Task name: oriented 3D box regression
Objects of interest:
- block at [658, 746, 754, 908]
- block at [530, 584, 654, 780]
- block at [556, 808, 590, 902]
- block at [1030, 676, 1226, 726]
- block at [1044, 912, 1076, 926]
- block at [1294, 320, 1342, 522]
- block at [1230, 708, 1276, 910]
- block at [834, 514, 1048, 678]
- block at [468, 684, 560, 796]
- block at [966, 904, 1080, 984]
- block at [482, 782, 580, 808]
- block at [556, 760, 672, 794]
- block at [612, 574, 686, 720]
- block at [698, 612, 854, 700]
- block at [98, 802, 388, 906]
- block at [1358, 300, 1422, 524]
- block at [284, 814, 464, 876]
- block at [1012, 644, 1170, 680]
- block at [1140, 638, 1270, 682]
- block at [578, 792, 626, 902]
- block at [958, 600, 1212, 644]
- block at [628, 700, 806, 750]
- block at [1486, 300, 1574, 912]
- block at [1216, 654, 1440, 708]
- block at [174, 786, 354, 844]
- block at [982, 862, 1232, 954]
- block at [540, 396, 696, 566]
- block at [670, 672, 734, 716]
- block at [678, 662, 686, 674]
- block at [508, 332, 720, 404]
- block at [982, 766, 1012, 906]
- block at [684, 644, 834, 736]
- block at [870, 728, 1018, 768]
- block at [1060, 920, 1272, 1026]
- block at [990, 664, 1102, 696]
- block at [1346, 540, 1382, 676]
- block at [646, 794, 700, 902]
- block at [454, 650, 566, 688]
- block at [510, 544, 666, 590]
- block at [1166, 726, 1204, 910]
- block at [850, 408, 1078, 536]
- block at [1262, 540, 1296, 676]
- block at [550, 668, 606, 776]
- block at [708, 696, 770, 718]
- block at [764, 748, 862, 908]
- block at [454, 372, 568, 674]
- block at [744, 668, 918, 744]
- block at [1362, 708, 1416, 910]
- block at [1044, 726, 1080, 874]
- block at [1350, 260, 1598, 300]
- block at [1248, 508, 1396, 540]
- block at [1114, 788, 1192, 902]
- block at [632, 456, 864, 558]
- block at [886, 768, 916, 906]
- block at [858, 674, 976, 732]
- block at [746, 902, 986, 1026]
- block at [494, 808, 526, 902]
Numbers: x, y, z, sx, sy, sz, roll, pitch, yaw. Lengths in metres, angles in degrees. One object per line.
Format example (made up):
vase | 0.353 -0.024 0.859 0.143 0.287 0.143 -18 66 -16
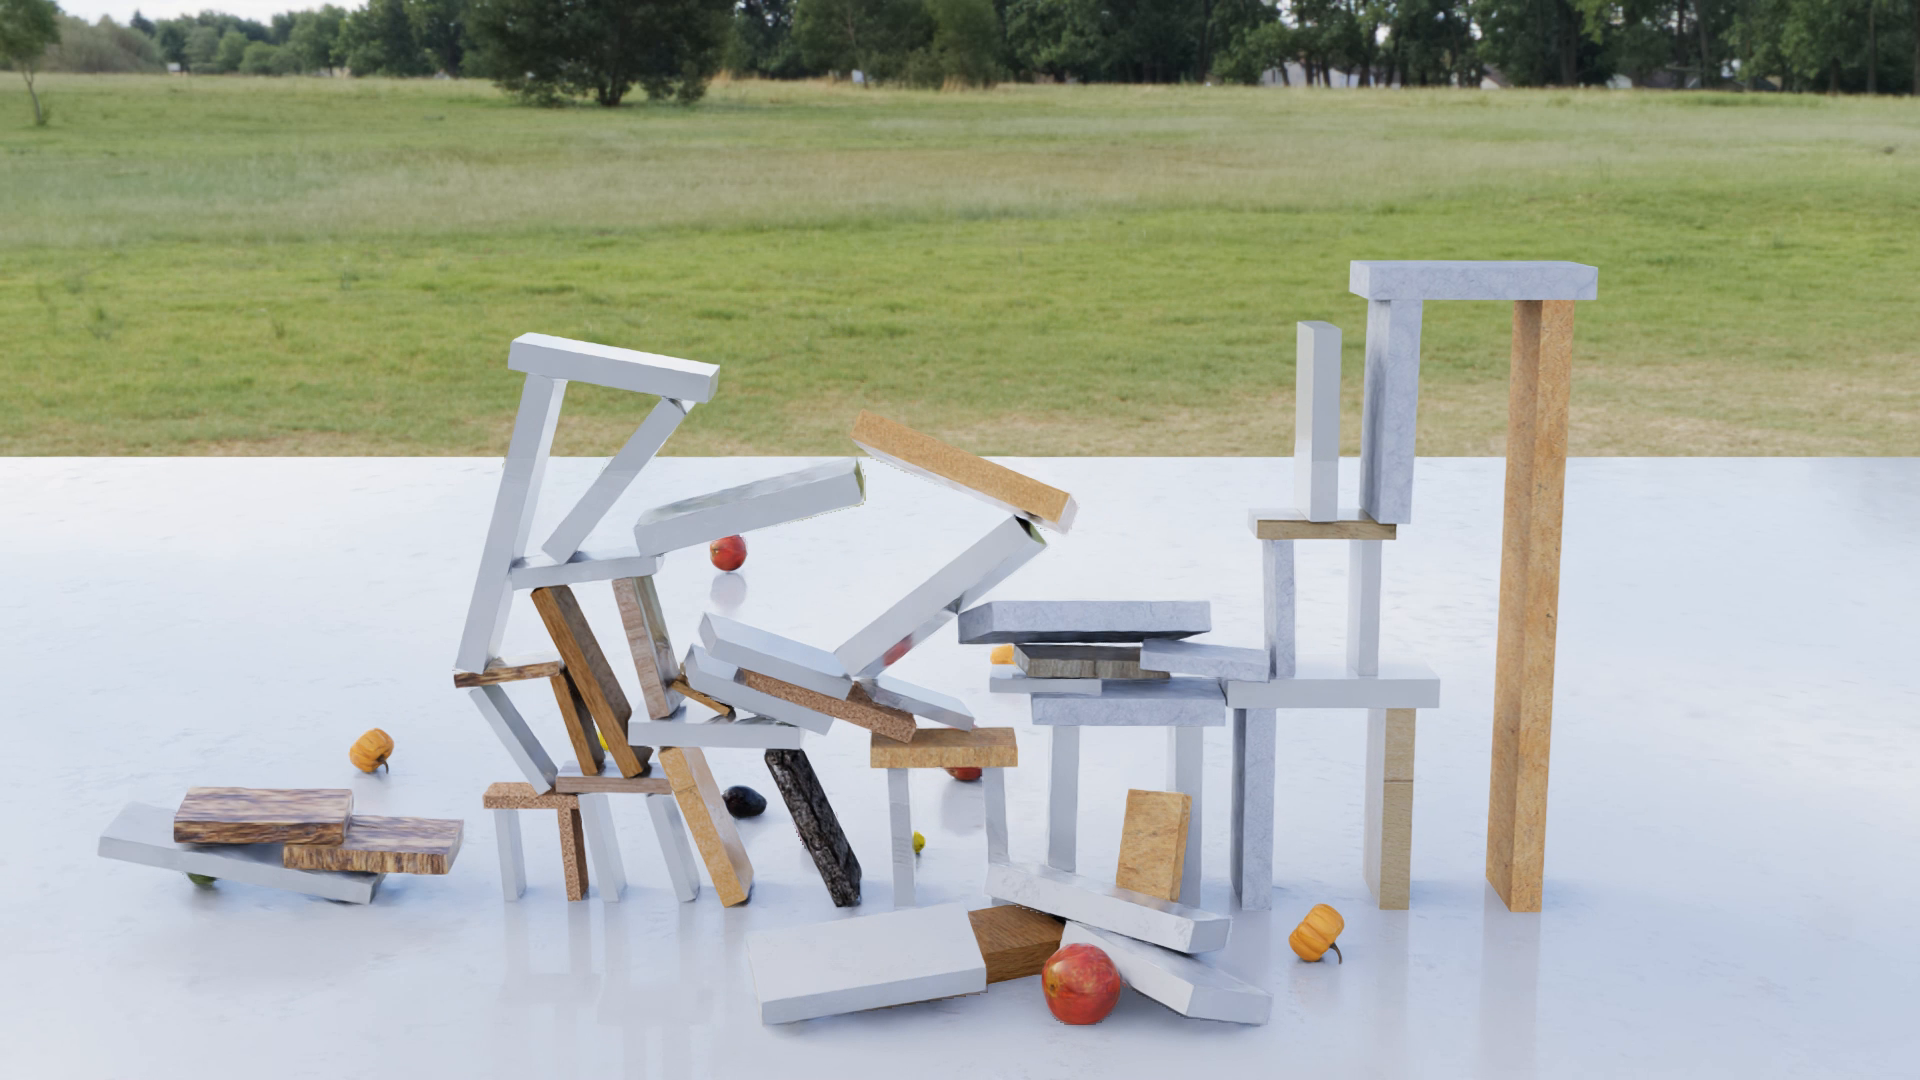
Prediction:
block | -0.420 0.455 3.646 0.040 0.279 0.140 -21 10 4
block | -0.601 0.221 3.603 0.033 0.339 0.117 -25 9 5
block | -0.643 0.511 3.657 0.022 0.158 0.079 -5 10 1
block | 0.273 0.263 3.609 0.310 0.044 0.155 0 11 1
block | 0.205 0.609 3.498 0.182 0.026 0.091 9 14 41
block | 0.572 -0.193 3.526 0.043 0.304 0.152 -1 11 -1
block | 0.484 0.422 3.643 0.048 0.340 0.170 0 11 0
block | -0.028 0.093 3.525 0.357 0.051 0.179 -37 -9 7
block | -0.733 0.320 3.623 0.024 0.205 0.086 -32 9 6
block | -0.008 0.626 3.345 0.342 0.048 0.171 -5 12 -27
block | -0.703 0.422 3.641 0.157 0.022 0.079 0 11 0
block | -0.565 0.392 3.633 0.187 0.027 0.094 1 11 0
block | -0.508 0.165 3.596 0.033 0.234 0.117 -13 9 9
block | -0.297 0.186 3.531 0.238 0.034 0.119 20 12 -21
block | -1.184 0.520 3.658 0.445 0.038 0.133 11 18 -3
block | 0.687 -0.215 3.520 0.050 0.352 0.176 1 11 -1
block | -0.972 0.504 3.658 0.266 0.038 0.133 3 18 -1
block | 0.216 0.199 3.607 0.240 0.029 0.103 2 11 -13
block | 0.396 0.193 3.554 0.205 0.029 0.103 6 11 7
block | -0.594 0.497 3.653 0.027 0.187 0.094 -11 10 2
block | 0.201 0.135 3.582 0.375 0.048 0.171 1 -9 -19
block | -0.395 0.303 3.614 0.279 0.040 0.140 1 11 0
block | 0.924 0.101 3.577 0.050 0.994 0.176 0 11 0
block | 0.599 0.231 3.607 0.340 0.048 0.170 0 11 0
block | -1.152 0.456 3.645 0.266 0.038 0.133 2 18 -8
block | 0.227 0.564 3.389 0.342 0.048 0.171 12 -2 26
block | -0.549 -0.106 3.545 0.045 0.315 0.157 39 8 -7
block | -0.421 0.253 3.608 0.105 0.015 0.053 27 11 2
block | -0.405 0.225 3.596 0.105 0.015 0.053 26 12 3
block | -0.550 -0.276 3.514 0.315 0.045 0.157 10 10 -3
block | 0.061 0.473 3.644 0.034 0.238 0.119 -4 10 1
block | -0.326 0.242 3.562 0.238 0.034 0.119 21 12 -18
block | -0.027 0.341 3.611 0.238 0.034 0.119 0 11 -1
block | 0.297 0.630 3.212 0.152 0.043 0.304 15 1 -34
block | 0.141 0.229 3.603 0.182 0.026 0.091 1 11 4
block | 0.657 0.099 3.576 0.031 0.222 0.111 0 11 0
block | -0.476 0.498 3.654 0.027 0.187 0.094 -16 10 3
block | -0.734 0.211 3.602 0.171 0.024 0.086 -7 10 2
block | -0.603 0.041 3.572 0.234 0.033 0.117 -6 10 0
block | 0.370 0.438 3.641 0.044 0.310 0.155 0 11 0
block | 0.009 -0.107 3.519 0.357 0.051 0.179 23 -3 9
block | 0.518 0.099 3.571 0.031 0.222 0.111 -3 11 -2
block | -0.629 0.294 3.617 0.024 0.171 0.086 -17 10 3
block | -0.355 0.263 3.602 0.105 0.015 0.053 19 11 0
block | -0.242 0.457 3.646 0.040 0.279 0.140 -24 10 4
block | -0.723 -0.037 3.557 0.045 0.492 0.158 15 10 -4
block | -0.213 0.249 3.585 0.285 0.034 0.119 21 12 -15
block | 0.710 0.421 3.645 0.048 0.340 0.170 0 11 1
block | 0.168 0.437 3.642 0.044 0.310 0.155 1 11 0
block | 0.809 -0.412 3.482 0.352 0.050 0.176 0 11 0
block | 0.584 -0.027 3.554 0.222 0.031 0.111 0 11 0
block | 0.308 0.508 3.539 0.103 0.205 0.029 1 -13 35
block | -0.338 -0.055 3.560 0.361 0.051 0.179 -14 10 2
block | -0.096 0.473 3.643 0.034 0.238 0.119 -3 10 1
block | -0.071 0.265 3.643 0.182 0.026 0.091 20 10 -22
block | -0.137 0.610 3.181 0.324 0.043 0.152 -7 30 -11
block | -0.748 0.511 3.657 0.022 0.158 0.079 -4 10 1
